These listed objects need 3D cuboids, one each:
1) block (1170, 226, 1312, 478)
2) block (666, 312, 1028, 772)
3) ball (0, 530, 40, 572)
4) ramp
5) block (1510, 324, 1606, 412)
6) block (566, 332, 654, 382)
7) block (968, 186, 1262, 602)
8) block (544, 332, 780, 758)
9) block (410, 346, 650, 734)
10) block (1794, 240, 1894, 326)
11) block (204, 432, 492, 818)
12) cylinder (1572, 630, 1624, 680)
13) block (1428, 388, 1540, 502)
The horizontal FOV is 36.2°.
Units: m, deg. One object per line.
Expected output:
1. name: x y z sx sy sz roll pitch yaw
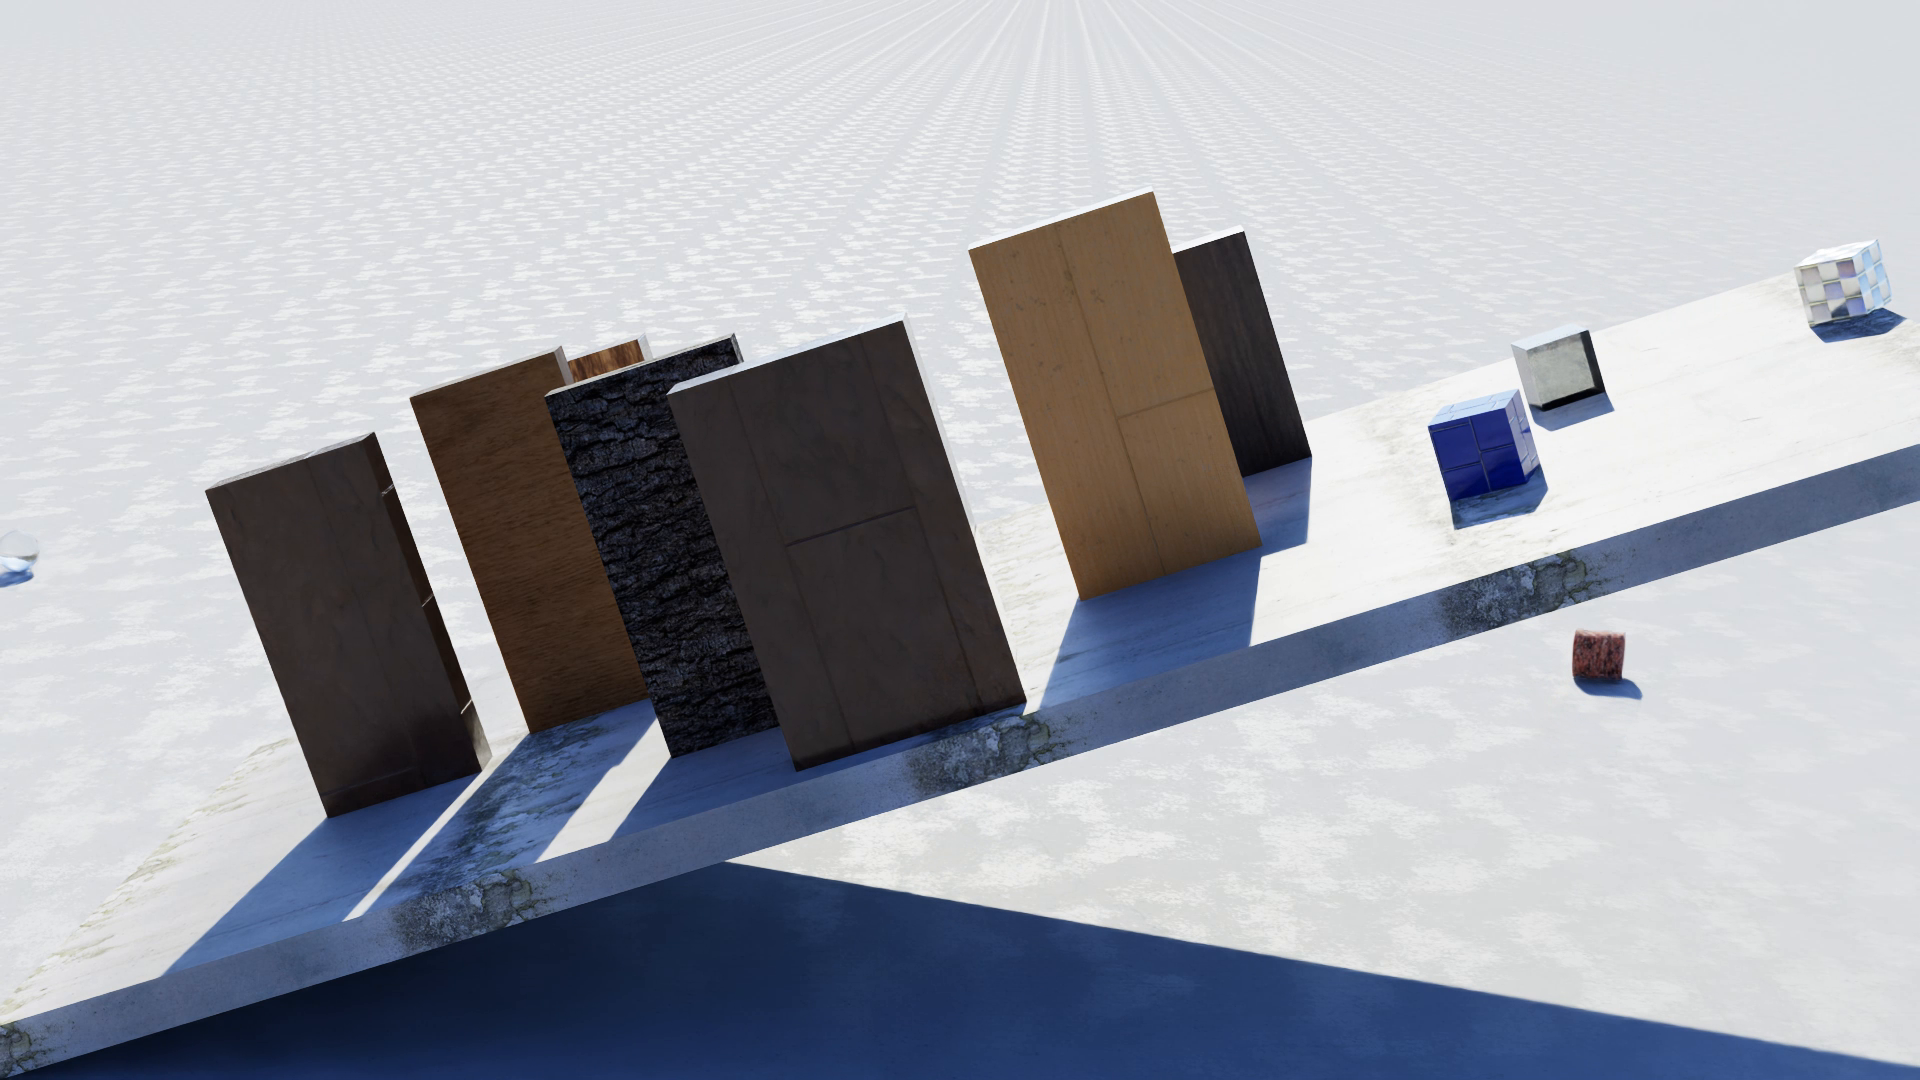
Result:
1. block: 0.603 -0.422 6.801 0.268 0.545 0.136 -17 10 5
2. block: -0.201 0.004 5.418 0.449 0.740 0.132 -17 10 5
3. ball: -3.195 0.038 9.975 0.142 0.142 0.142 0 12 0
4. ramp: 0.101 0.183 6.310 4.000 0.100 2.000 -17 10 5
5. block: 1.318 -0.381 6.486 0.143 0.143 0.143 -18 10 0
6. block: -0.810 -0.103 7.083 0.337 0.715 0.126 -17 10 5
7. block: 0.320 -0.299 6.041 0.391 0.762 0.120 -17 10 5
8. block: -0.509 0.014 5.819 0.384 0.766 0.080 -17 10 5
9. block: -0.915 0.002 6.499 0.337 0.793 0.099 -17 10 5
10. block: 1.920 -0.558 6.393 0.138 0.138 0.138 -8 14 43
11. block: -1.310 0.185 6.328 0.357 0.756 0.120 -17 10 5
12. cylinder: 1.854 0.334 8.543 0.134 0.134 0.134 4 12 19
13. block: 1.053 -0.192 5.906 0.161 0.161 0.161 -13 11 24
